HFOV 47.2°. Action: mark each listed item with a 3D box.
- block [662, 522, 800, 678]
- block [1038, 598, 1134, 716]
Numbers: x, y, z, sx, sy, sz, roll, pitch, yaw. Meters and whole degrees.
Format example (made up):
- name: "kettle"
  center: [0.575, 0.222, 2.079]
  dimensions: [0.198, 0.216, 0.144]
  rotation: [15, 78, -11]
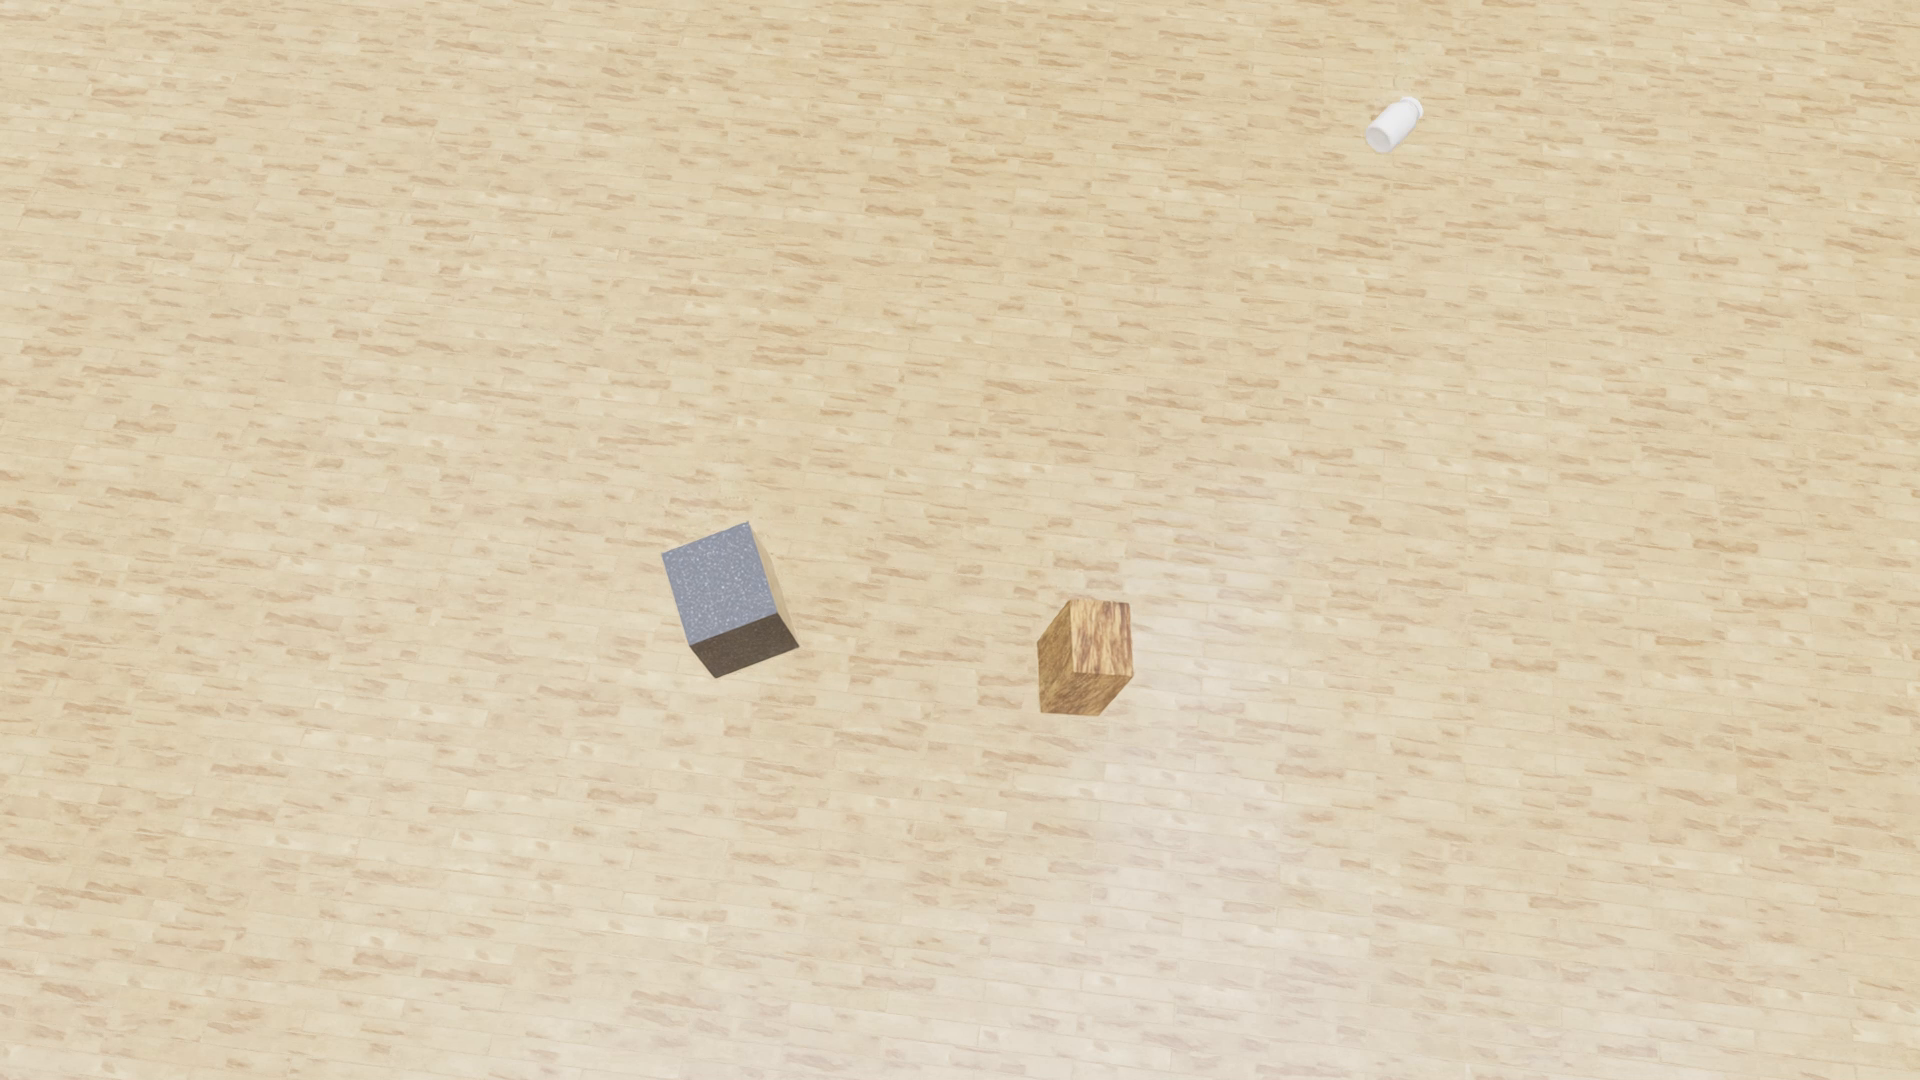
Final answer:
- name: "block"
  center: [-0.397, 0.106, 3.819]
  dimensions: [0.160, 0.175, 0.180]
  rotation: [-20, 66, 1]
- name: "block"
  center: [0.241, 0.229, 4.257]
  dimensions: [0.119, 0.224, 0.150]
  rotation: [5, 65, -14]
